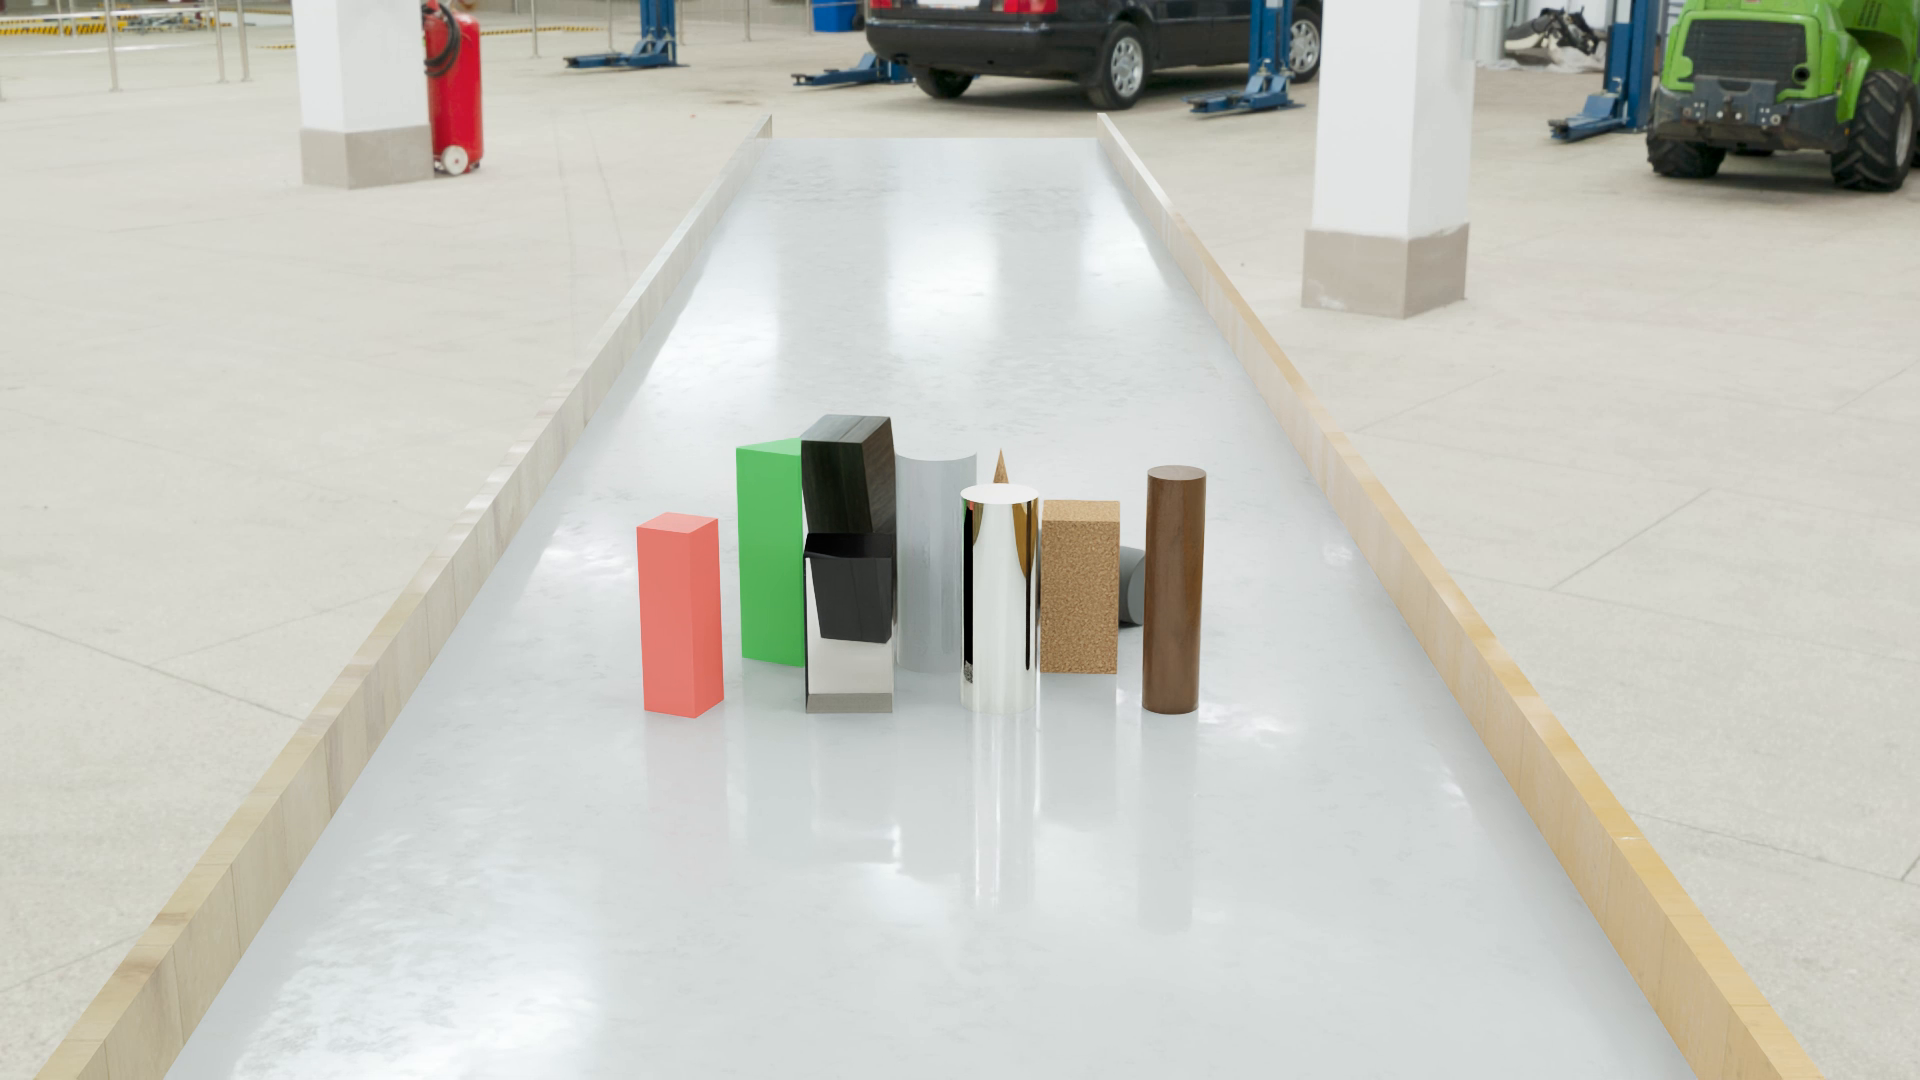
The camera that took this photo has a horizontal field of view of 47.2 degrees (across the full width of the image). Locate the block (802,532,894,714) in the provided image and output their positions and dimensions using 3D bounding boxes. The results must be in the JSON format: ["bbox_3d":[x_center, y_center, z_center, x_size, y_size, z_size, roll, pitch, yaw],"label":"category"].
[{"bbox_3d":[-0.209,0.156,4.166,0.163,0.305,0.163,0,17,-1],"label":"block"}]

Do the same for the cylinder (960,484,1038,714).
[{"bbox_3d":[0.074,0.110,4.136,0.145,0.410,0.145,0,17,0],"label":"cylinder"}]

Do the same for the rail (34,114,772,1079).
[{"bbox_3d":[-1.118,-0.838,7.780,0.050,0.150,12.000,0,17,-1],"label":"rail"}]

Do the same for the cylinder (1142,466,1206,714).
[{"bbox_3d":[0.399,0.094,4.112,0.109,0.455,0.109,0,17,0],"label":"cylinder"}]

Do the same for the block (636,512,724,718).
[{"bbox_3d":[-0.523,0.140,4.123,0.110,0.360,0.110,7,18,22],"label":"block"}]

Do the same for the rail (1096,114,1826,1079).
[{"bbox_3d":[0.932,-0.844,7.801,0.050,0.150,12.000,0,17,-1],"label":"rail"}]

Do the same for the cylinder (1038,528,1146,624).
[{"bbox_3d":[0.242,0.069,4.722,0.381,0.155,0.155,12,20,35],"label":"cylinder"}]

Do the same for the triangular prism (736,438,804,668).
[{"bbox_3d":[-0.349,0.020,4.398,0.144,0.435,0.125,8,18,25],"label":"triangular prism"}]

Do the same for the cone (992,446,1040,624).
[{"bbox_3d":[0.084,-0.009,4.585,0.167,0.383,0.167,0,17,0],"label":"cone"}]

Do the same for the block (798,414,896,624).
[{"bbox_3d":[-0.215,-0.033,4.547,0.147,0.426,0.147,4,25,22],"label":"block"}]

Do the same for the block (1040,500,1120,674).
[{"bbox_3d":[0.239,0.092,4.369,0.152,0.313,0.152,1,17,4],"label":"block"}]

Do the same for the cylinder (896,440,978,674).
[{"bbox_3d":[-0.046,0.033,4.353,0.161,0.434,0.161,0,17,0],"label":"cylinder"}]
